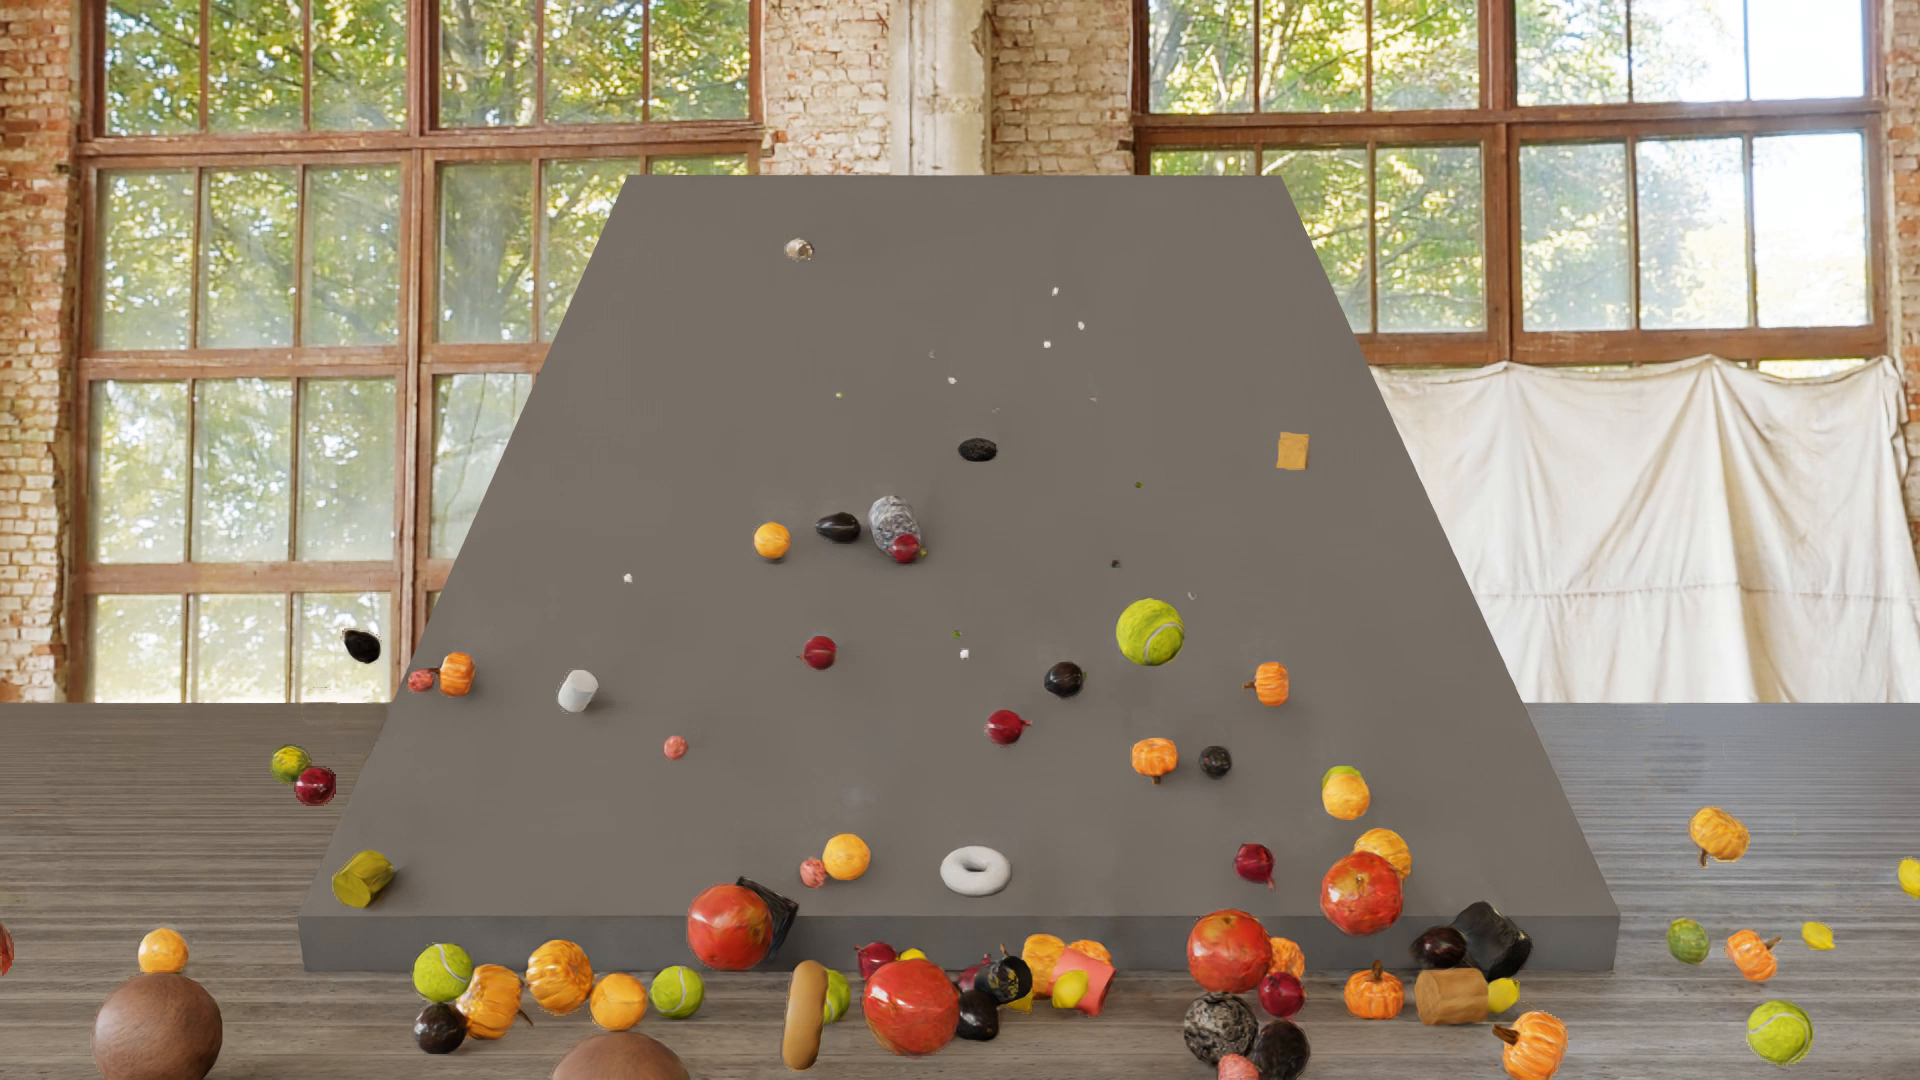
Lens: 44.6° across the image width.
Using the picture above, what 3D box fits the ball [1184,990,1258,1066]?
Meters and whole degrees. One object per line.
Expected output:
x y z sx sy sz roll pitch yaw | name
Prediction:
0.296 0.555 2.660 0.084 0.084 0.084 0 -4 0 | ball

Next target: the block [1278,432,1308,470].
0.727 -0.194 5.107 0.060 0.060 0.060 5 25 11 | block

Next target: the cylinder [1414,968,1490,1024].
0.629 0.583 2.992 0.069 0.069 0.069 6 -5 -18 | cylinder

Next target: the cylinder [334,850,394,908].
-0.908 0.516 3.564 0.064 0.064 0.064 -2 24 23 | cylinder

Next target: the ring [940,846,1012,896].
0.025 0.511 3.615 0.109 0.036 0.109 1 26 0 | ring

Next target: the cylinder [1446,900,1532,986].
0.769 0.587 3.405 0.087 0.087 0.087 4 30 -44 | cylinder

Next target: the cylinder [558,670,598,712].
-0.662 0.261 4.051 0.053 0.053 0.053 3 -45 -39 | cylinder

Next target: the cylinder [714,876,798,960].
-0.301 0.558 3.451 0.092 0.092 0.092 26 0 8 | cylinder

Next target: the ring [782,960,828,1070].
-0.167 0.513 2.529 0.039 0.117 0.117 8 -4 -2 | ring

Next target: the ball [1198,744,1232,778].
0.426 0.369 3.901 0.054 0.054 0.054 0 -4 0 | ball

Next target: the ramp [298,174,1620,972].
-0.009 -0.229 5.370 2.000 0.100 4.000 0 25 0 | ramp

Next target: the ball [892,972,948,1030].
-0.050 0.581 2.949 0.072 0.072 0.072 0 -4 0 | ball

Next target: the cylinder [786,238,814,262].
-0.437 -0.794 6.401 0.053 0.053 0.053 4 16 -45 | cylinder

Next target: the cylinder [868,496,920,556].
-0.132 -0.028 4.709 0.092 0.092 0.092 1 24 -11 | cylinder

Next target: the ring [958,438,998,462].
0.040 -0.198 5.151 0.086 0.029 0.086 1 26 0 | ring
